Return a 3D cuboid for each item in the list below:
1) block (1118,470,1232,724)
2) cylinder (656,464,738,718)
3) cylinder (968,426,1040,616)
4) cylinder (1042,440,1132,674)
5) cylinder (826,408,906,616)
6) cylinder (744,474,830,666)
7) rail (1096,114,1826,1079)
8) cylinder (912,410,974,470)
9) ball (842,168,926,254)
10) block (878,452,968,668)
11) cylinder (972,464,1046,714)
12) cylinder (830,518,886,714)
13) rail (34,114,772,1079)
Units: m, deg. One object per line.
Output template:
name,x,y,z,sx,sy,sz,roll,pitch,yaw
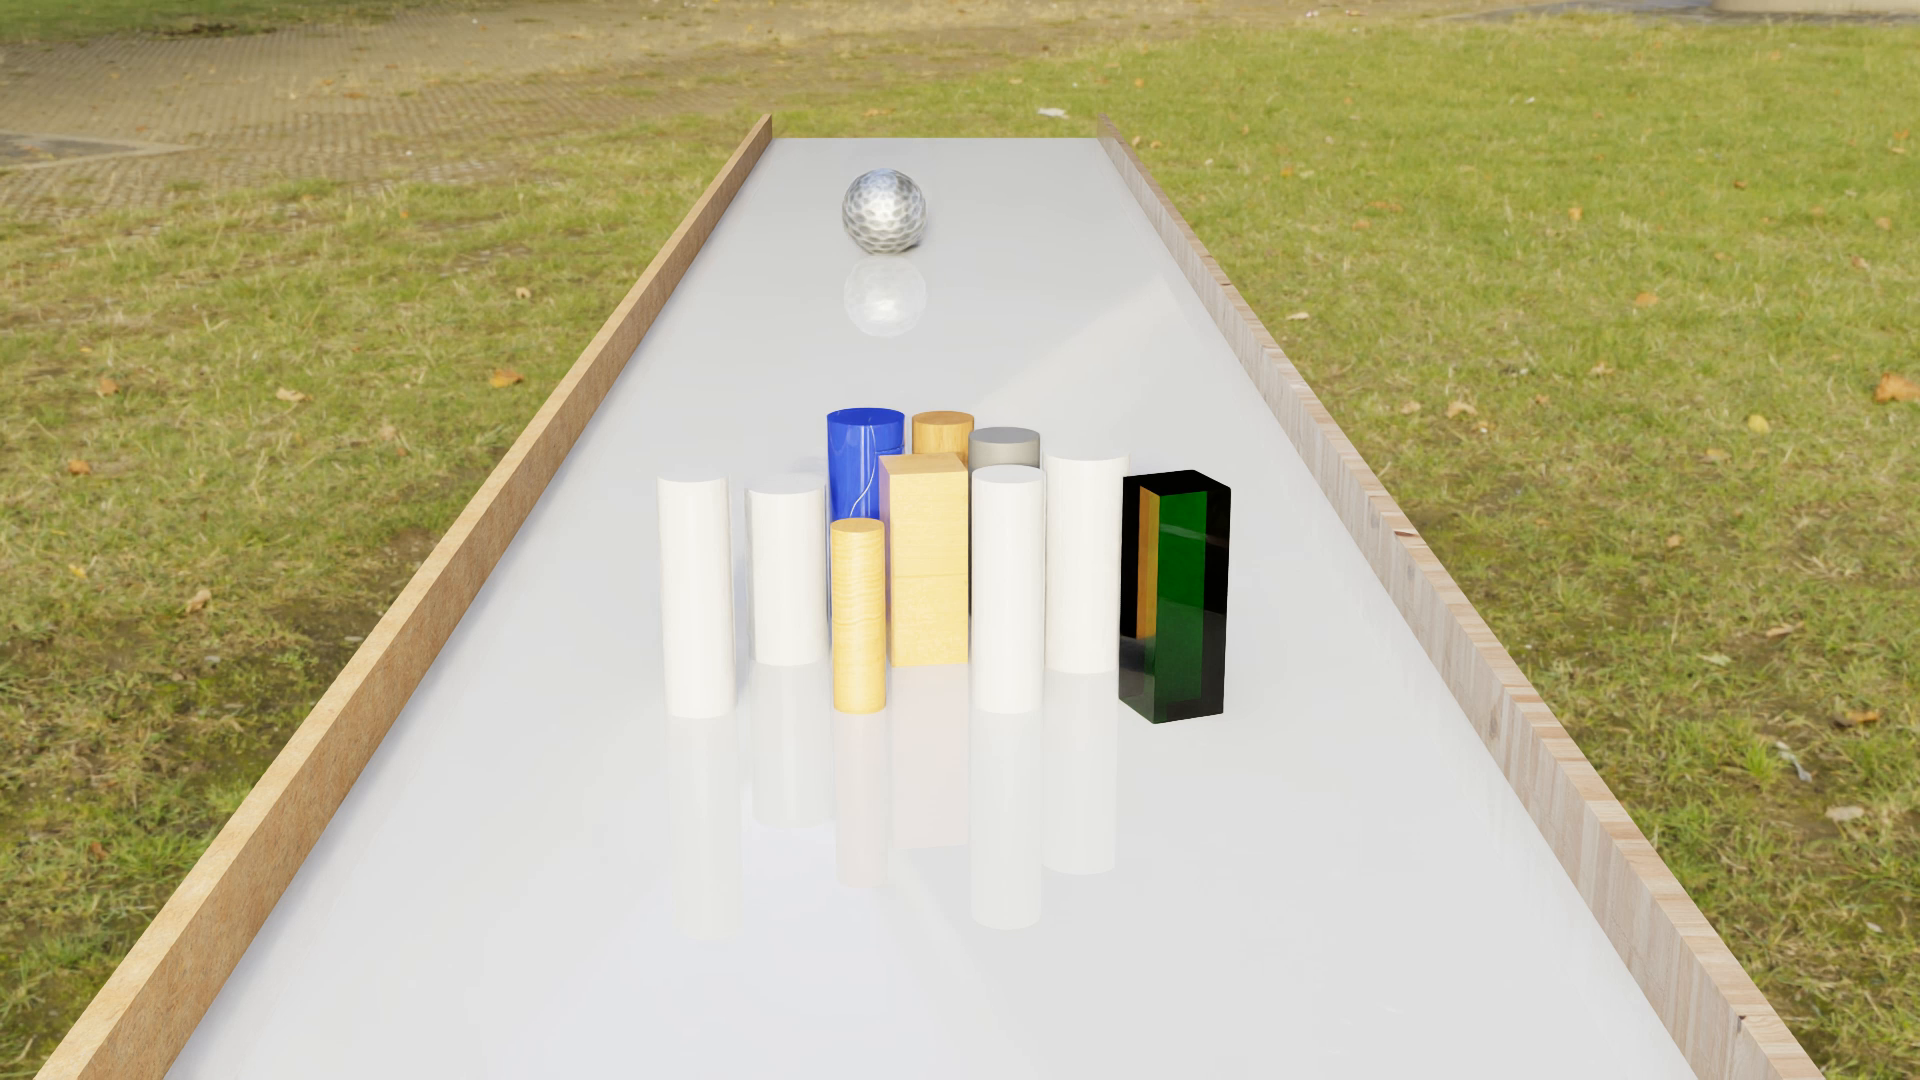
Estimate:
block,0.399,0.104,4.106,0.147,0.439,0.147,-7,18,-21
cylinder,-0.490,0.096,4.106,0.135,0.456,0.135,0,17,0
cylinder,0.092,-0.032,4.650,0.150,0.390,0.150,0,17,0
cylinder,0.248,0.032,4.361,0.174,0.433,0.174,0,17,0
cylinder,-0.196,-0.050,4.639,0.165,0.432,0.165,0,17,0
cylinder,-0.348,0.058,4.412,0.164,0.354,0.164,0,17,0
rail,0.932,-0.844,7.801,0.050,0.150,12.000,0,17,-1
cylinder,-0.038,-0.094,4.900,0.138,0.366,0.138,0,17,0
ball,-0.319,-1.380,9.241,0.358,0.358,0.358,0,17,0
block,-0.074,0.038,4.404,0.154,0.396,0.154,-3,17,-10
cylinder,0.091,0.092,4.132,0.137,0.447,0.137,0,17,0
cylinder,-0.190,0.143,4.121,0.100,0.356,0.100,0,17,0
rail,-1.118,-0.838,7.780,0.050,0.150,12.000,0,17,-1
